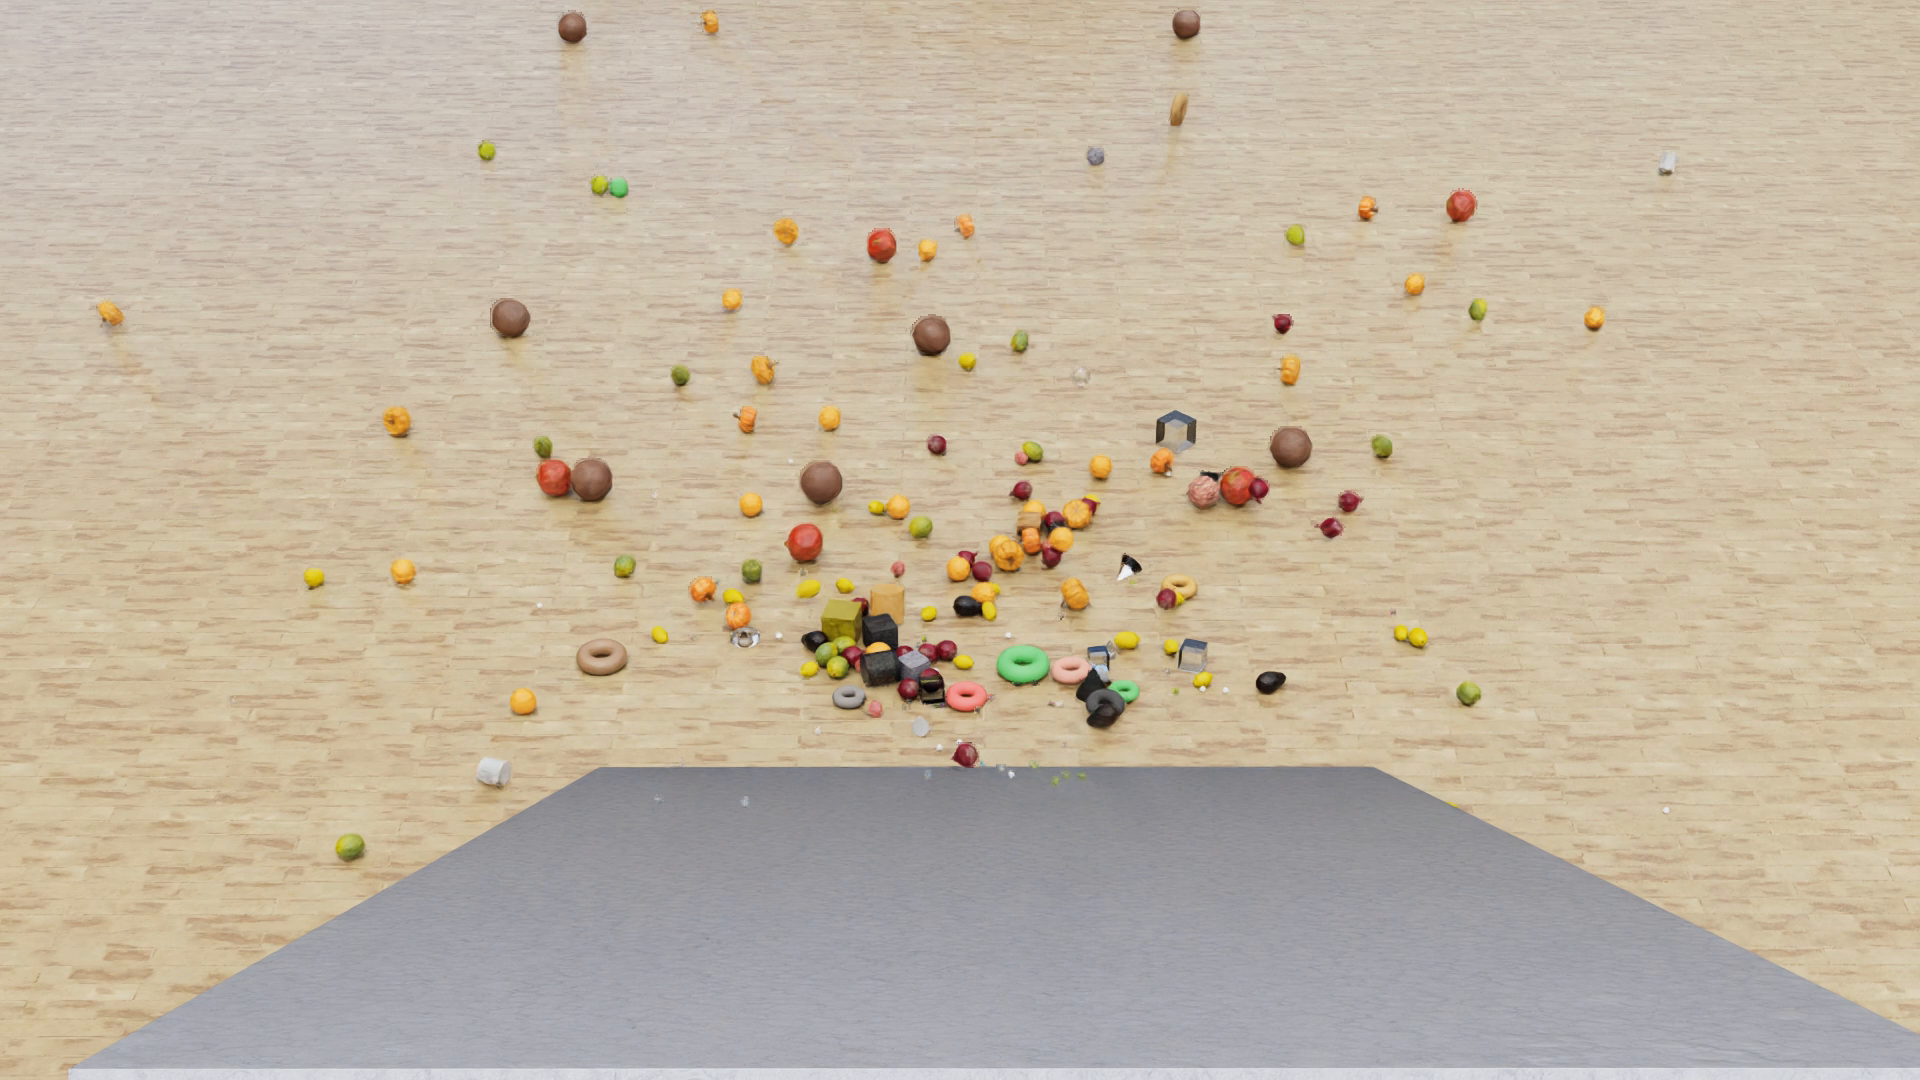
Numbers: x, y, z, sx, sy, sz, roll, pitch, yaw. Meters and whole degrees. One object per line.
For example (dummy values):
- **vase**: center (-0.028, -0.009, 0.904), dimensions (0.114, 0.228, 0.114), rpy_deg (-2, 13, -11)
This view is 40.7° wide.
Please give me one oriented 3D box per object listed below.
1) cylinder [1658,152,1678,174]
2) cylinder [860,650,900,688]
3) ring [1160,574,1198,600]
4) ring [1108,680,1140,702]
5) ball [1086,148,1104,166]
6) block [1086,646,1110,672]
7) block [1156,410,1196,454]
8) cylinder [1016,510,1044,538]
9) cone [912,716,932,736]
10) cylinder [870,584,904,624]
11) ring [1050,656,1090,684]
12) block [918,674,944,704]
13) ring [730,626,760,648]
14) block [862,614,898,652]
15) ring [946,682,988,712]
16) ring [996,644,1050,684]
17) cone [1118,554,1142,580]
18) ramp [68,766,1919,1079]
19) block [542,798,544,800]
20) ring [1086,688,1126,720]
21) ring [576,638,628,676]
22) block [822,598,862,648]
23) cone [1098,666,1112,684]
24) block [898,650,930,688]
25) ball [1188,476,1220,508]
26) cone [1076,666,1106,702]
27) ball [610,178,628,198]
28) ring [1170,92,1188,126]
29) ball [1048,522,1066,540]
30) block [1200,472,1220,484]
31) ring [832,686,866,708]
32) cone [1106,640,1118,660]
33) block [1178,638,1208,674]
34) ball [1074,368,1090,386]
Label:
- **cylinder**: center (2.778, -1.479, 10.161), dimensions (0.063, 0.063, 0.063), rpy_deg (20, -1, 0)
- **cylinder**: center (-0.220, 0.354, 7.155), dimensions (0.091, 0.091, 0.091), rpy_deg (-9, 33, -15)
- **ring**: center (0.640, 0.136, 7.566), dimensions (0.108, 0.036, 0.108), rpy_deg (1, 32, -1)
- **ring**: center (0.449, 0.415, 7.115), dimensions (0.087, 0.029, 0.087), rpy_deg (-1, 31, 1)
- **ball**: center (0.536, -1.517, 10.238), dimensions (0.071, 0.071, 0.071), rpy_deg (0, 31, 0)
- **block**: center (0.386, 0.332, 7.229), dimensions (0.052, 0.052, 0.052), rpy_deg (-6, 32, -10)
- **block**: center (0.693, -0.347, 8.304), dimensions (0.091, 0.091, 0.091), rpy_deg (-27, 41, -37)
- **cylinder**: center (0.211, -0.048, 7.834), dimensions (0.070, 0.070, 0.070), rpy_deg (18, 34, 5)
- **cone**: center (-0.091, 0.502, 6.976), dimensions (0.054, 0.054, 0.054), rpy_deg (25, 13, 34)
- **cylinder**: center (-0.209, 0.186, 7.408), dimensions (0.095, 0.095, 0.095), rpy_deg (1, 17, 0)
- **ring**: center (0.308, 0.362, 7.193), dimensions (0.112, 0.037, 0.112), rpy_deg (-3, 30, 2)
- **block**: center (-0.077, 0.408, 7.079), dimensions (0.061, 0.061, 0.061), rpy_deg (-5, 13, -8)
- **ring**: center (-0.609, 0.275, 7.344), dimensions (0.087, 0.029, 0.087), rpy_deg (0, 33, 0)
- **block**: center (-0.225, 0.267, 7.310), dimensions (0.079, 0.079, 0.079), rpy_deg (-11, 33, -18)
- **ring**: center (0.017, 0.427, 7.087), dimensions (0.114, 0.038, 0.114), rpy_deg (1, 32, 0)
- **ring**: center (0.176, 0.345, 7.211), dimensions (0.149, 0.050, 0.149), rpy_deg (0, 33, 0)
- **cone**: center (0.486, 0.094, 7.637), dimensions (0.072, 0.072, 0.072), rpy_deg (26, 67, 36)
- **ramp**: center (0.070, 0.618, 4.699), dimensions (2.000, 0.100, 4.000), rpy_deg (0, -1, 0)
- **block**: center (-1.051, 0.708, 6.601), dimensions (0.064, 0.064, 0.064), rpy_deg (17, 35, 25)
- **ring**: center (0.396, 0.447, 7.048), dimensions (0.108, 0.036, 0.108), rpy_deg (-1, 40, 1)
- **ring**: center (-1.002, 0.326, 7.243), dimensions (0.144, 0.048, 0.144), rpy_deg (0, 33, 0)
- **block**: center (-0.334, 0.237, 7.342), dimensions (0.096, 0.096, 0.096), rpy_deg (6, 32, 10)
- **cone**: center (0.382, 0.385, 7.168), dimensions (0.056, 0.056, 0.056), rpy_deg (-30, 34, 2)
- **block**: center (-0.128, 0.358, 7.171), dimensions (0.067, 0.067, 0.067), rpy_deg (-23, 38, -33)
- **ball**: center (0.749, -0.148, 7.970), dimensions (0.098, 0.098, 0.098), rpy_deg (0, 31, 0)
- **cone**: center (0.365, 0.384, 7.105), dimensions (0.092, 0.092, 0.092), rpy_deg (0, 31, 0)
- **ball**: center (-1.313, -1.356, 9.975), dimensions (0.072, 0.072, 0.072), rpy_deg (0, 31, 0)
- **ring**: center (0.888, -1.751, 10.524), dimensions (0.049, 0.146, 0.146), rpy_deg (15, 34, 10)
- **ball**: center (0.293, -0.027, 7.813), dimensions (0.056, 0.056, 0.056), rpy_deg (0, 31, 0)
- **block**: center (0.771, -0.170, 8.045), dimensions (0.059, 0.059, 0.059), rpy_deg (7, 32, 11)
- **ring**: center (-0.303, 0.429, 7.090), dimensions (0.093, 0.031, 0.093), rpy_deg (1, 30, 0)
- **cone**: center (0.420, 0.301, 7.280), dimensions (0.052, 0.052, 0.052), rpy_deg (0, 31, 0)
- **block**: center (0.650, 0.324, 7.229), dimensions (0.065, 0.065, 0.065), rpy_deg (11, 33, 17)
- **ball**: center (0.408, -0.546, 8.661), dimensions (0.058, 0.058, 0.058), rpy_deg (0, 31, 0)
